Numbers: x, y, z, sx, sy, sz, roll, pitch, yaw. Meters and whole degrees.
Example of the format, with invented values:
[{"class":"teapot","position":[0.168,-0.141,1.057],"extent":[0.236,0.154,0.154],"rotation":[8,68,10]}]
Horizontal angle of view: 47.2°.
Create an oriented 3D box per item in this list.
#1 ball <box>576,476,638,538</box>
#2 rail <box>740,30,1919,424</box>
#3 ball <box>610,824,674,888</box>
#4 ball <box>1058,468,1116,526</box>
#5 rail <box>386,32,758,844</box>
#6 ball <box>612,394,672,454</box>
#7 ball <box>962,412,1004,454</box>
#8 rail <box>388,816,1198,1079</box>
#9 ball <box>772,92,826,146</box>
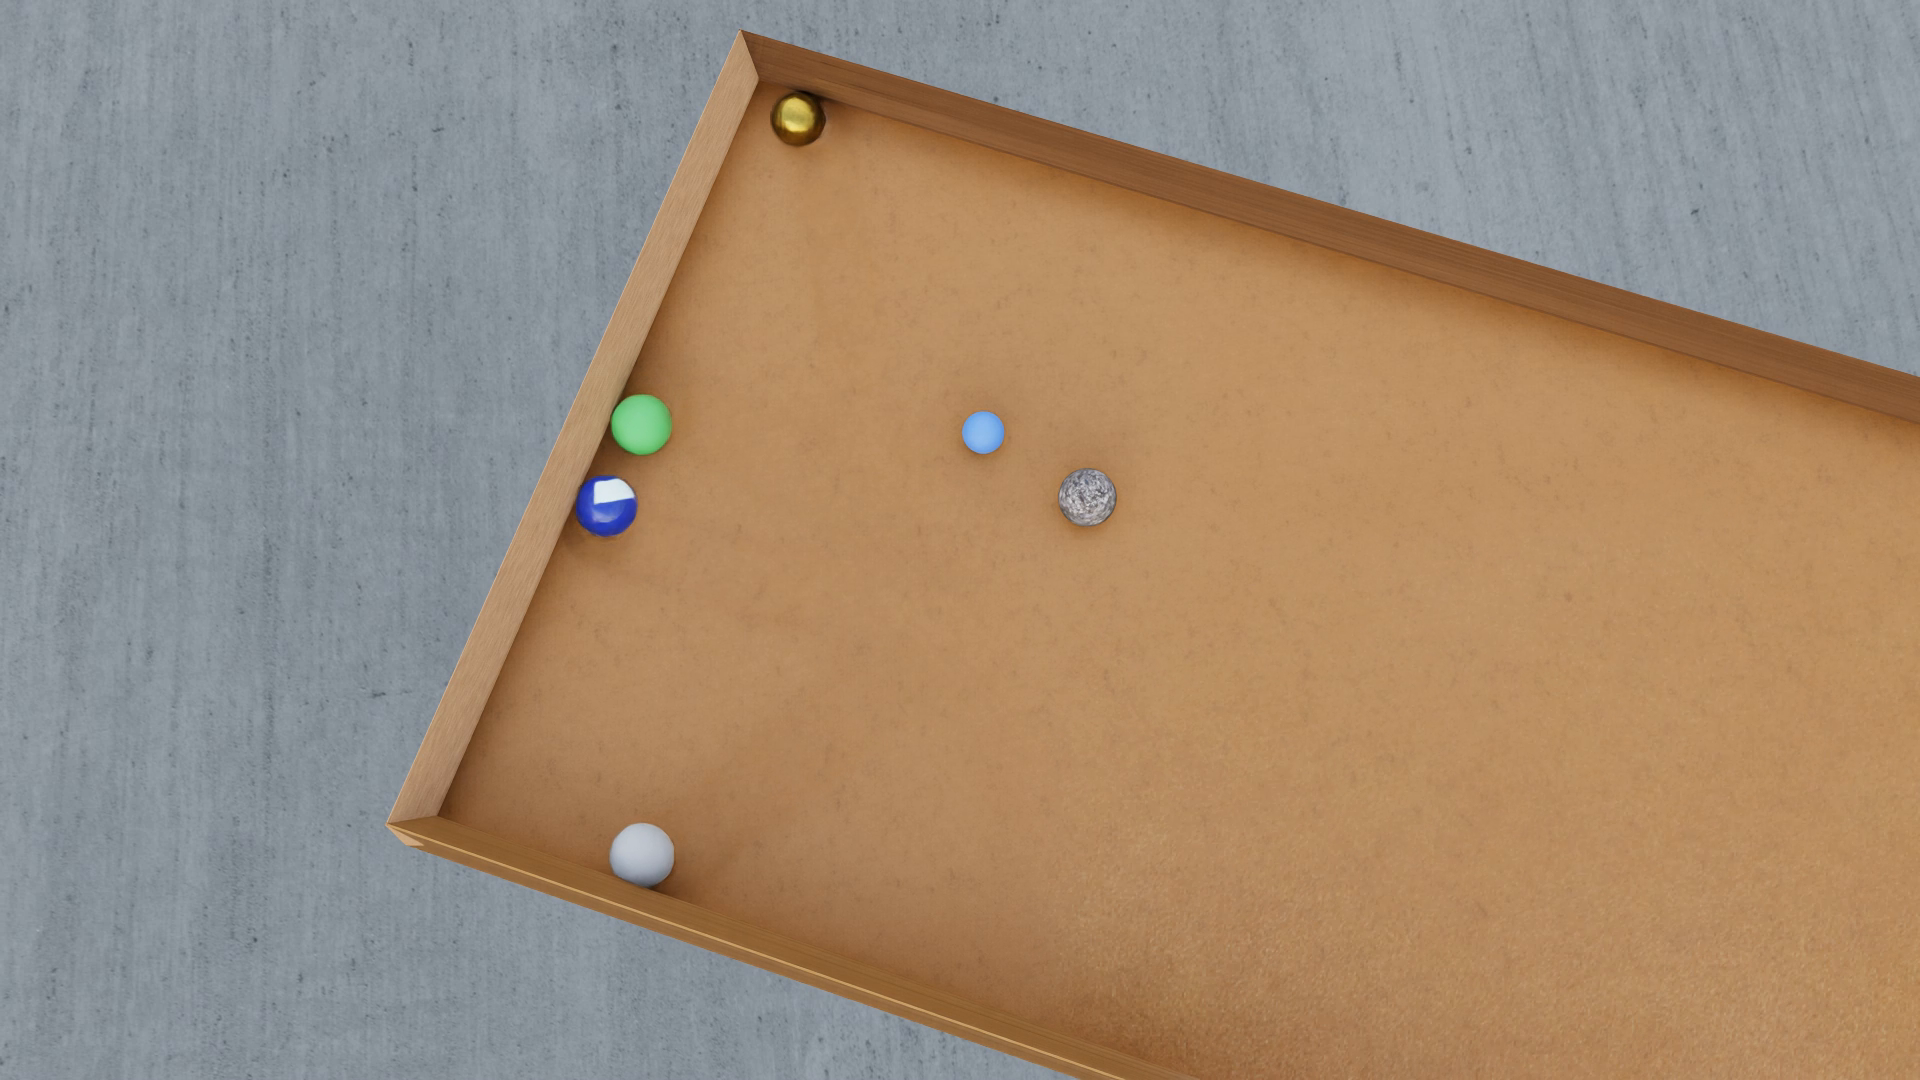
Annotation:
[{"class":"ball","position":[-0.558,-0.053,3.471],"extent":[0.097,0.097,0.097],"rotation":[0,69,0]},{"class":"rail","position":[0.831,-0.430,3.599],"extent":[2.557,0.126,0.045],"rotation":[18,70,7]},{"class":"ball","position":[-0.472,0.470,3.270],"extent":[0.096,0.096,0.096],"rotation":[0,69,0]},{"class":"ball","position":[0.202,-0.067,3.479],"extent":[0.093,0.093,0.093],"rotation":[0,69,0]},{"class":"rail","position":[-0.582,-0.193,3.508],"extent":[0.045,0.126,1.445],"rotation":[18,70,7]},{"class":"ball","position":[-0.510,-0.186,3.522],"extent":[0.097,0.097,0.097],"rotation":[0,69,0]},{"class":"ball","position":[0.038,-0.173,3.532],"extent":[0.068,0.068,0.068],"rotation":[0,69,0]},{"class":"rail","position":[0.378,0.804,3.125],"extent":[2.557,0.126,0.045],"rotation":[18,70,7]},{"class":"ball","position":[-0.273,-0.713,3.728],"extent":[0.091,0.091,0.091],"rotation":[0,69,0]}]
